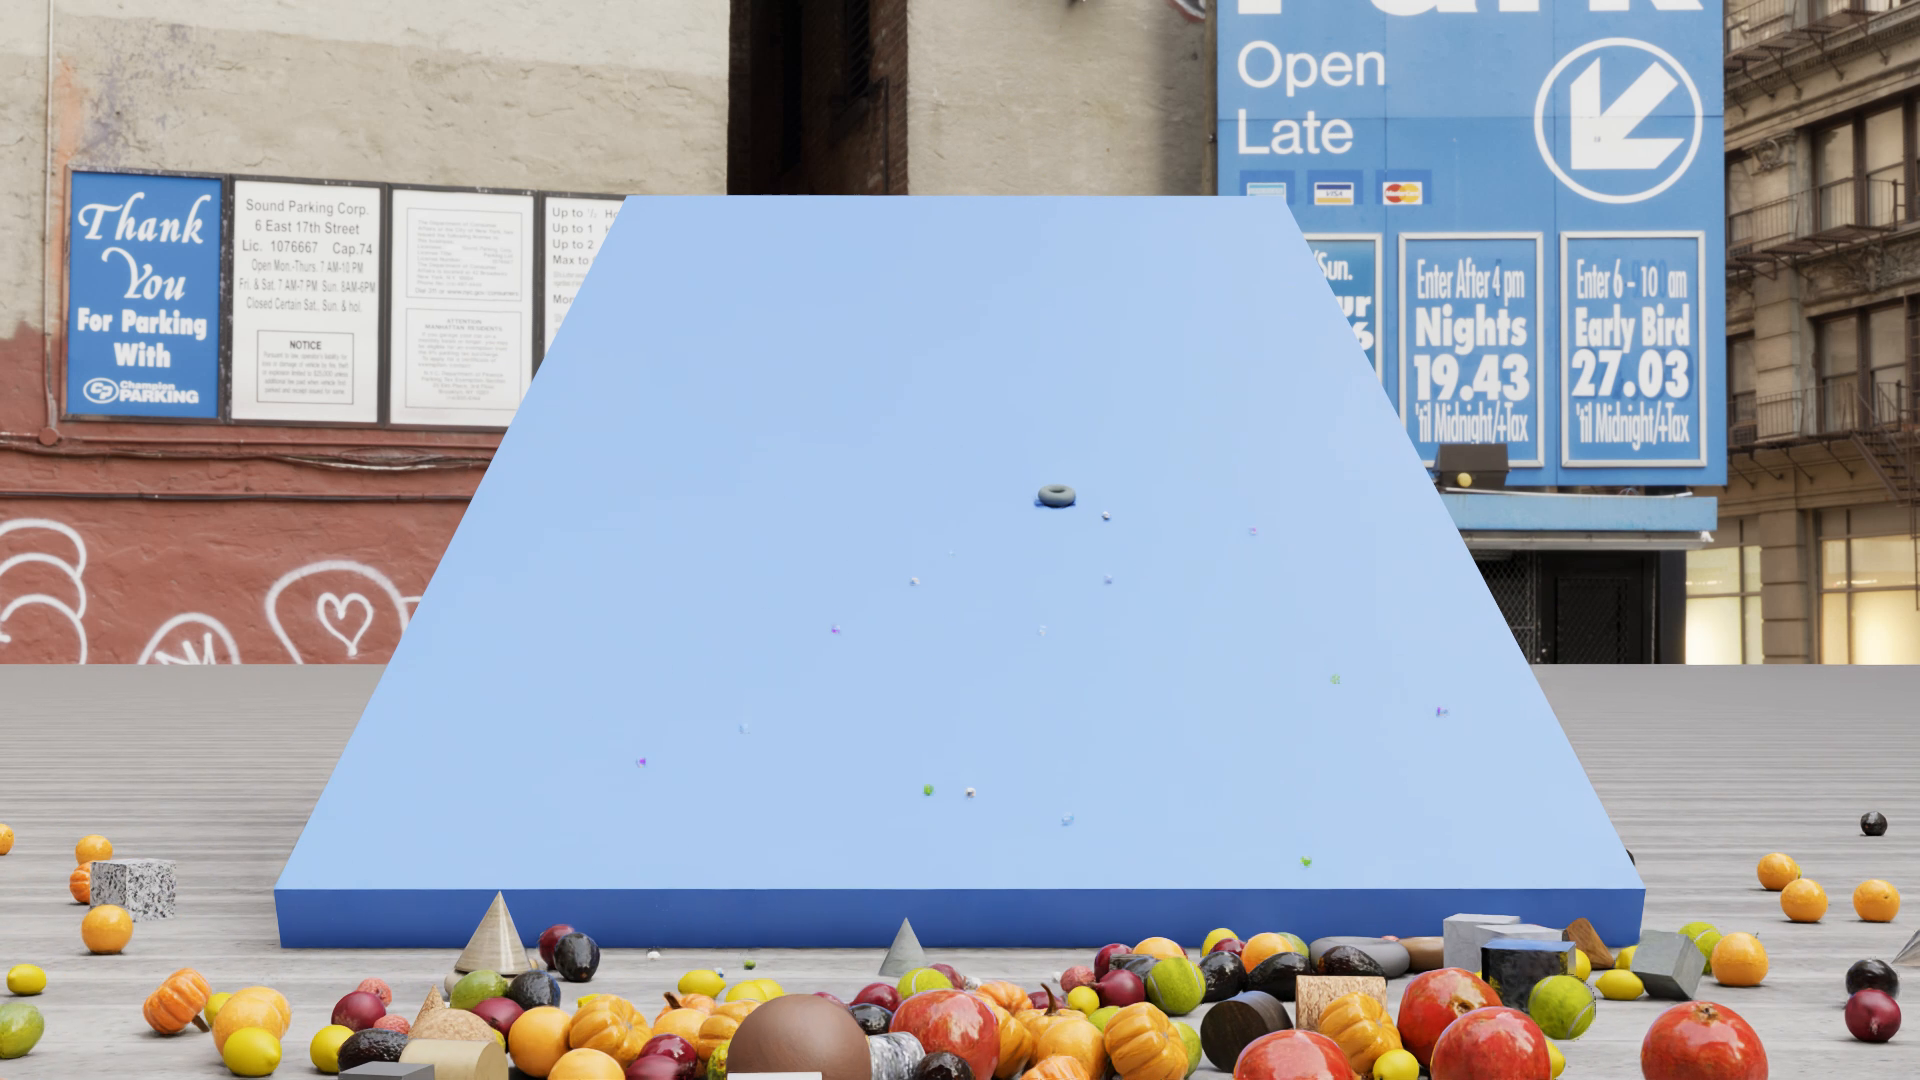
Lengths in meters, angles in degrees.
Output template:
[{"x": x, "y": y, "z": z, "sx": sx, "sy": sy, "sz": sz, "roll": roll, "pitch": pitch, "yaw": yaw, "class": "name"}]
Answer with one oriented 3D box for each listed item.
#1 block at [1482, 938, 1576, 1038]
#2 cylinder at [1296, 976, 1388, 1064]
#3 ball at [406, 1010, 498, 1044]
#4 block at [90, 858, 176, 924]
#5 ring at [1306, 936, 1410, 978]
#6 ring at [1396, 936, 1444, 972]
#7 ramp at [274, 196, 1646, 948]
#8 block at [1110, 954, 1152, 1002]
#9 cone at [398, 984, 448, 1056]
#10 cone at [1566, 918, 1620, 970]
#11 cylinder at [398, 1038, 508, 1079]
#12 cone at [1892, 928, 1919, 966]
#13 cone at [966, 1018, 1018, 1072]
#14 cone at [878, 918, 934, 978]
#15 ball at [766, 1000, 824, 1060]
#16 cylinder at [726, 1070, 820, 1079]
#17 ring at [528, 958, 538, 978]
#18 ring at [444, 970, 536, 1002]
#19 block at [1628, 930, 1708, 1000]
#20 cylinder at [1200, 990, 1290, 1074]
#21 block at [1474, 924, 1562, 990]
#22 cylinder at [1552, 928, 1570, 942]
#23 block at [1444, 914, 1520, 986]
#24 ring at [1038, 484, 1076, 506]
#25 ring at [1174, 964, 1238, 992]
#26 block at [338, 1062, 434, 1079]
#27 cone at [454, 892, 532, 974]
[{"x": 0.656, "y": 0.515, "z": 2.663, "sx": 0.096, "sy": 0.096, "sz": 0.096, "roll": -1, "pitch": -3, "yaw": 20, "class": "block"}, {"x": 0.401, "y": 0.506, "z": 2.436, "sx": 0.091, "sy": 0.091, "sz": 0.091, "roll": 0, "pitch": -3, "yaw": 6, "class": "cylinder"}, {"x": -0.486, "y": 0.495, "z": 2.209, "sx": 0.090, "sy": 0.090, "sz": 0.090, "roll": 0, "pitch": -3, "yaw": 0, "class": "ball"}, {"x": -1.353, "y": 0.573, "z": 3.781, "sx": 0.094, "sy": 0.094, "sz": 0.094, "roll": -2, "pitch": -4, "yaw": 35, "class": "block"}, {"x": 0.536, "y": 0.563, "z": 3.114, "sx": 0.139, "sy": 0.046, "sz": 0.139, "roll": 1, "pitch": -3, "yaw": 0, "class": "ring"}, {"x": 0.653, "y": 0.567, "z": 3.165, "sx": 0.127, "sy": 0.042, "sz": 0.127, "roll": 0, "pitch": -6, "yaw": 0, "class": "ring"}, {"x": -0.007, "y": -0.225, "z": 5.228, "sx": 2.000, "sy": 0.100, "sz": 4.000, "roll": 0, "pitch": 23, "yaw": 0, "class": "ramp"}, {"x": 0.215, "y": 0.549, "z": 2.901, "sx": 0.052, "sy": 0.052, "sz": 0.052, "roll": 0, "pitch": -3, "yaw": 8, "class": "block"}, {"x": -0.570, "y": 0.517, "z": 2.501, "sx": 0.074, "sy": 0.074, "sz": 0.074, "roll": 0, "pitch": -3, "yaw": 0, "class": "cone"}, {"x": 0.873, "y": 0.571, "z": 3.168, "sx": 0.079, "sy": 0.079, "sz": 0.079, "roll": 28, "pitch": -8, "yaw": -10, "class": "cone"}, {"x": -0.465, "y": 0.497, "z": 2.114, "sx": 0.076, "sy": 0.076, "sz": 0.076, "roll": -1, "pitch": -3, "yaw": 14, "class": "cylinder"}, {"x": 1.332, "y": 0.569, "z": 3.200, "sx": 0.094, "sy": 0.094, "sz": 0.094, "roll": -29, "pitch": -14, "yaw": 19, "class": "cone"}, {"x": 0.042, "y": 0.537, "z": 2.406, "sx": 0.058, "sy": 0.058, "sz": 0.058, "roll": -1, "pitch": -34, "yaw": 20, "class": "cone"}, {"x": -0.073, "y": 0.547, "z": 3.121, "sx": 0.077, "sy": 0.077, "sz": 0.077, "roll": 0, "pitch": -3, "yaw": 0, "class": "cone"}, {"x": -0.175, "y": 0.521, "z": 2.458, "sx": 0.062, "sy": 0.062, "sz": 0.062, "roll": 0, "pitch": -3, "yaw": 0, "class": "ball"}, {"x": -0.156, "y": 0.486, "z": 1.936, "sx": 0.078, "sy": 0.078, "sz": 0.078, "roll": -2, "pitch": -3, "yaw": -6, "class": "cylinder"}, {"x": -0.605, "y": 0.566, "z": 3.043, "sx": 0.099, "sy": 0.033, "sz": 0.099, "roll": 0, "pitch": -4, "yaw": 0, "class": "ring"}, {"x": -0.591, "y": 0.557, "z": 2.905, "sx": 0.113, "sy": 0.038, "sz": 0.113, "roll": 0, "pitch": -4, "yaw": 0, "class": "ring"}, {"x": 0.887, "y": 0.532, "z": 2.894, "sx": 0.060, "sy": 0.060, "sz": 0.060, "roll": -2, "pitch": -39, "yaw": 48, "class": "block"}, {"x": 0.297, "y": 0.512, "z": 2.407, "sx": 0.075, "sy": 0.075, "sz": 0.075, "roll": -1, "pitch": -3, "yaw": 25, "class": "cylinder"}, {"x": 0.714, "y": 0.538, "z": 2.956, "sx": 0.080, "sy": 0.080, "sz": 0.080, "roll": 1, "pitch": -3, "yaw": -14, "class": "block"}, {"x": 0.777, "y": 0.552, "z": 3.091, "sx": 0.065, "sy": 0.065, "sz": 0.065, "roll": -1, "pitch": -3, "yaw": 26, "class": "cylinder"}, {"x": 0.689, "y": 0.541, "z": 3.051, "sx": 0.083, "sy": 0.083, "sz": 0.083, "roll": -1, "pitch": -3, "yaw": 26, "class": "block"}, {"x": 0.200, "y": -0.093, "z": 4.755, "sx": 0.079, "sy": 0.026, "sz": 0.079, "roll": 1, "pitch": 22, "yaw": 0, "class": "ring"}, {"x": 0.317, "y": 0.566, "z": 2.985, "sx": 0.083, "sy": 0.028, "sz": 0.083, "roll": 1, "pitch": -3, "yaw": 0, "class": "ring"}, {"x": -0.510, "y": 0.501, "z": 2.053, "sx": 0.062, "sy": 0.062, "sz": 0.062, "roll": -1, "pitch": -3, "yaw": 14, "class": "block"}, {"x": -0.581, "y": 0.489, "z": 2.900, "sx": 0.098, "sy": 0.098, "sz": 0.098, "roll": 4, "pitch": -4, "yaw": 0, "class": "cone"}]
